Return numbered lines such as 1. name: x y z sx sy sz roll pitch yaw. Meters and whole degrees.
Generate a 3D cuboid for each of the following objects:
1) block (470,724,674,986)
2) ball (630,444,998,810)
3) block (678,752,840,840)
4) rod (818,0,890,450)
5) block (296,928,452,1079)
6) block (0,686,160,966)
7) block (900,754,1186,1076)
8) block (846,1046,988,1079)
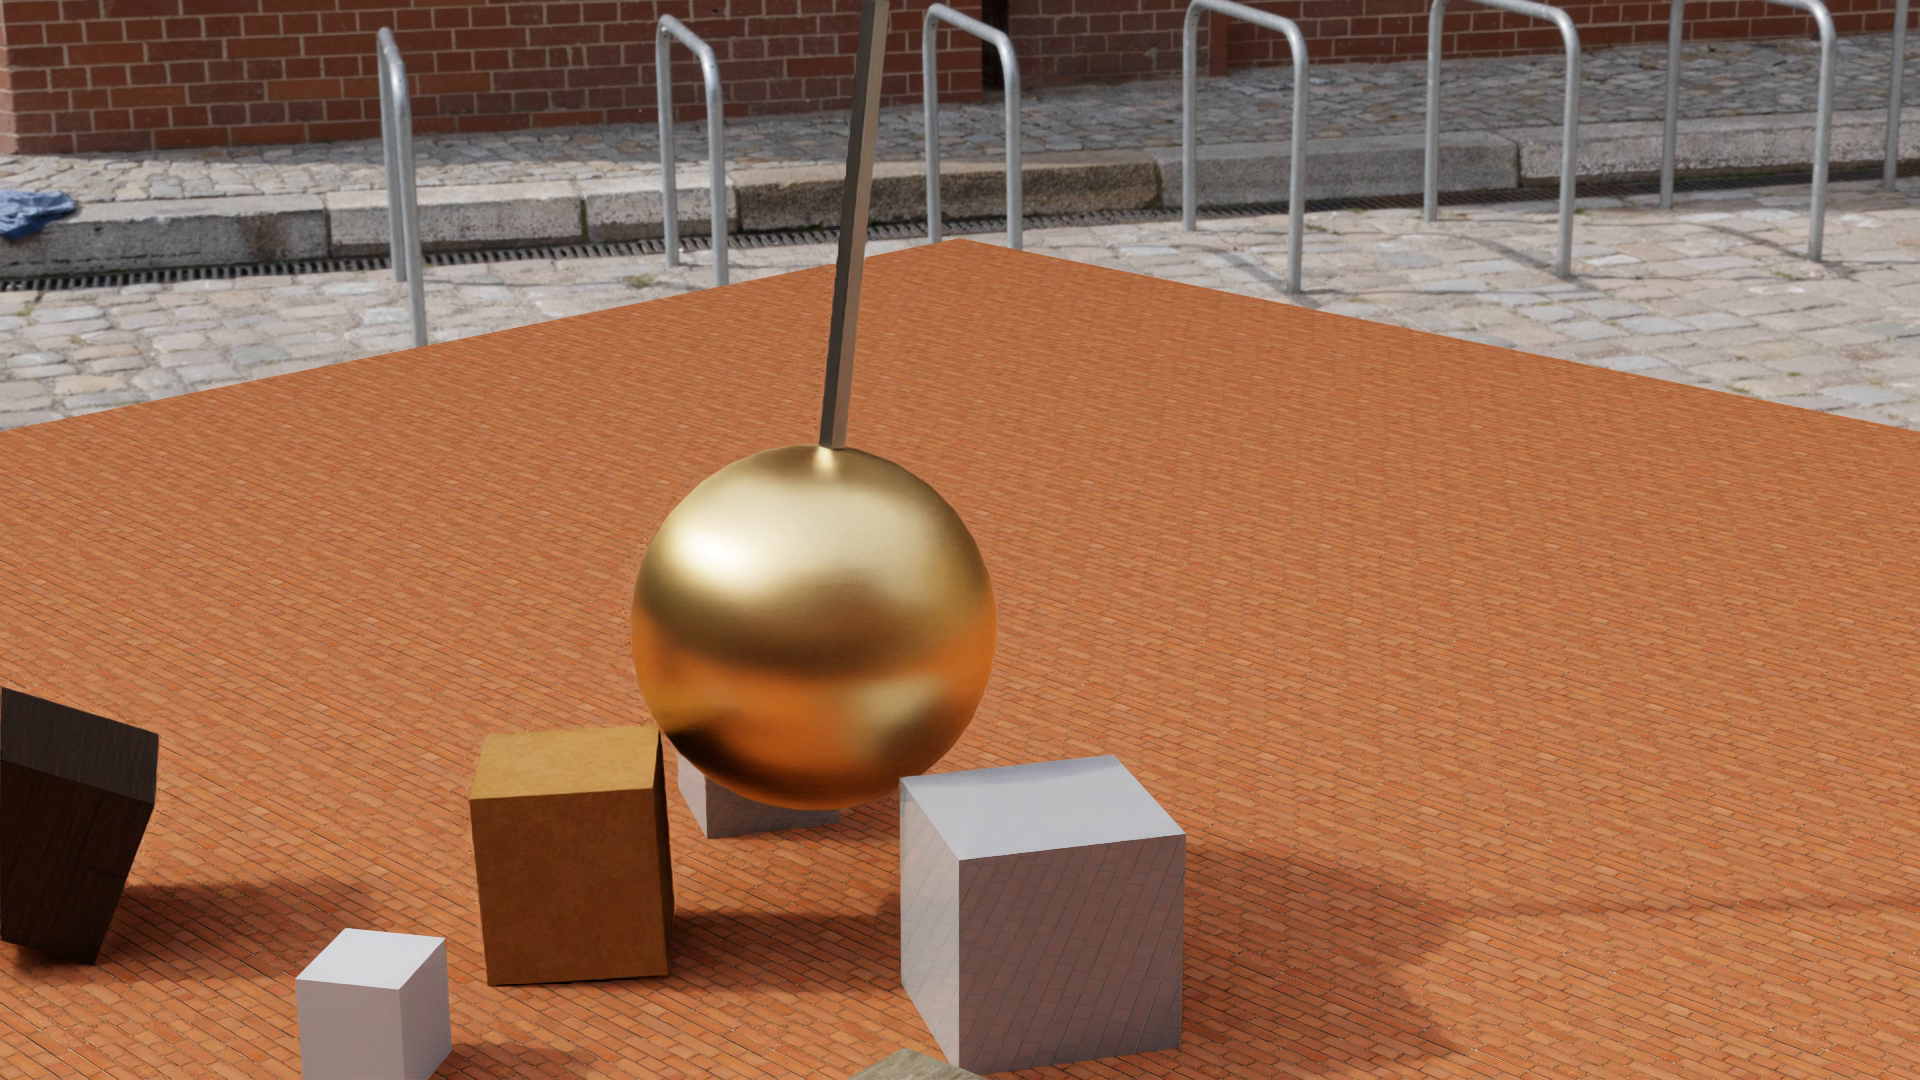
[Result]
1. block: -1.652 1.344 12.595 0.757 0.852 0.737 -3 18 -2
2. ball: -0.637 0.379 12.793 1.600 1.600 1.600 0 17 0
3. block: -0.984 0.963 14.141 0.646 0.684 0.667 -5 18 -16
4. rod: -0.276 -2.936 12.129 0.080 5.200 0.080 17 15 42
5. block: -2.304 1.874 11.553 0.427 0.497 0.470 4 18 12
6. block: -3.983 1.230 12.749 0.738 0.779 0.844 20 11 -19
7. block: 0.321 1.515 11.966 0.932 0.935 0.879 -5 18 -15
8. block: -0.178 2.217 10.342 0.507 0.569 0.549 14 22 37
